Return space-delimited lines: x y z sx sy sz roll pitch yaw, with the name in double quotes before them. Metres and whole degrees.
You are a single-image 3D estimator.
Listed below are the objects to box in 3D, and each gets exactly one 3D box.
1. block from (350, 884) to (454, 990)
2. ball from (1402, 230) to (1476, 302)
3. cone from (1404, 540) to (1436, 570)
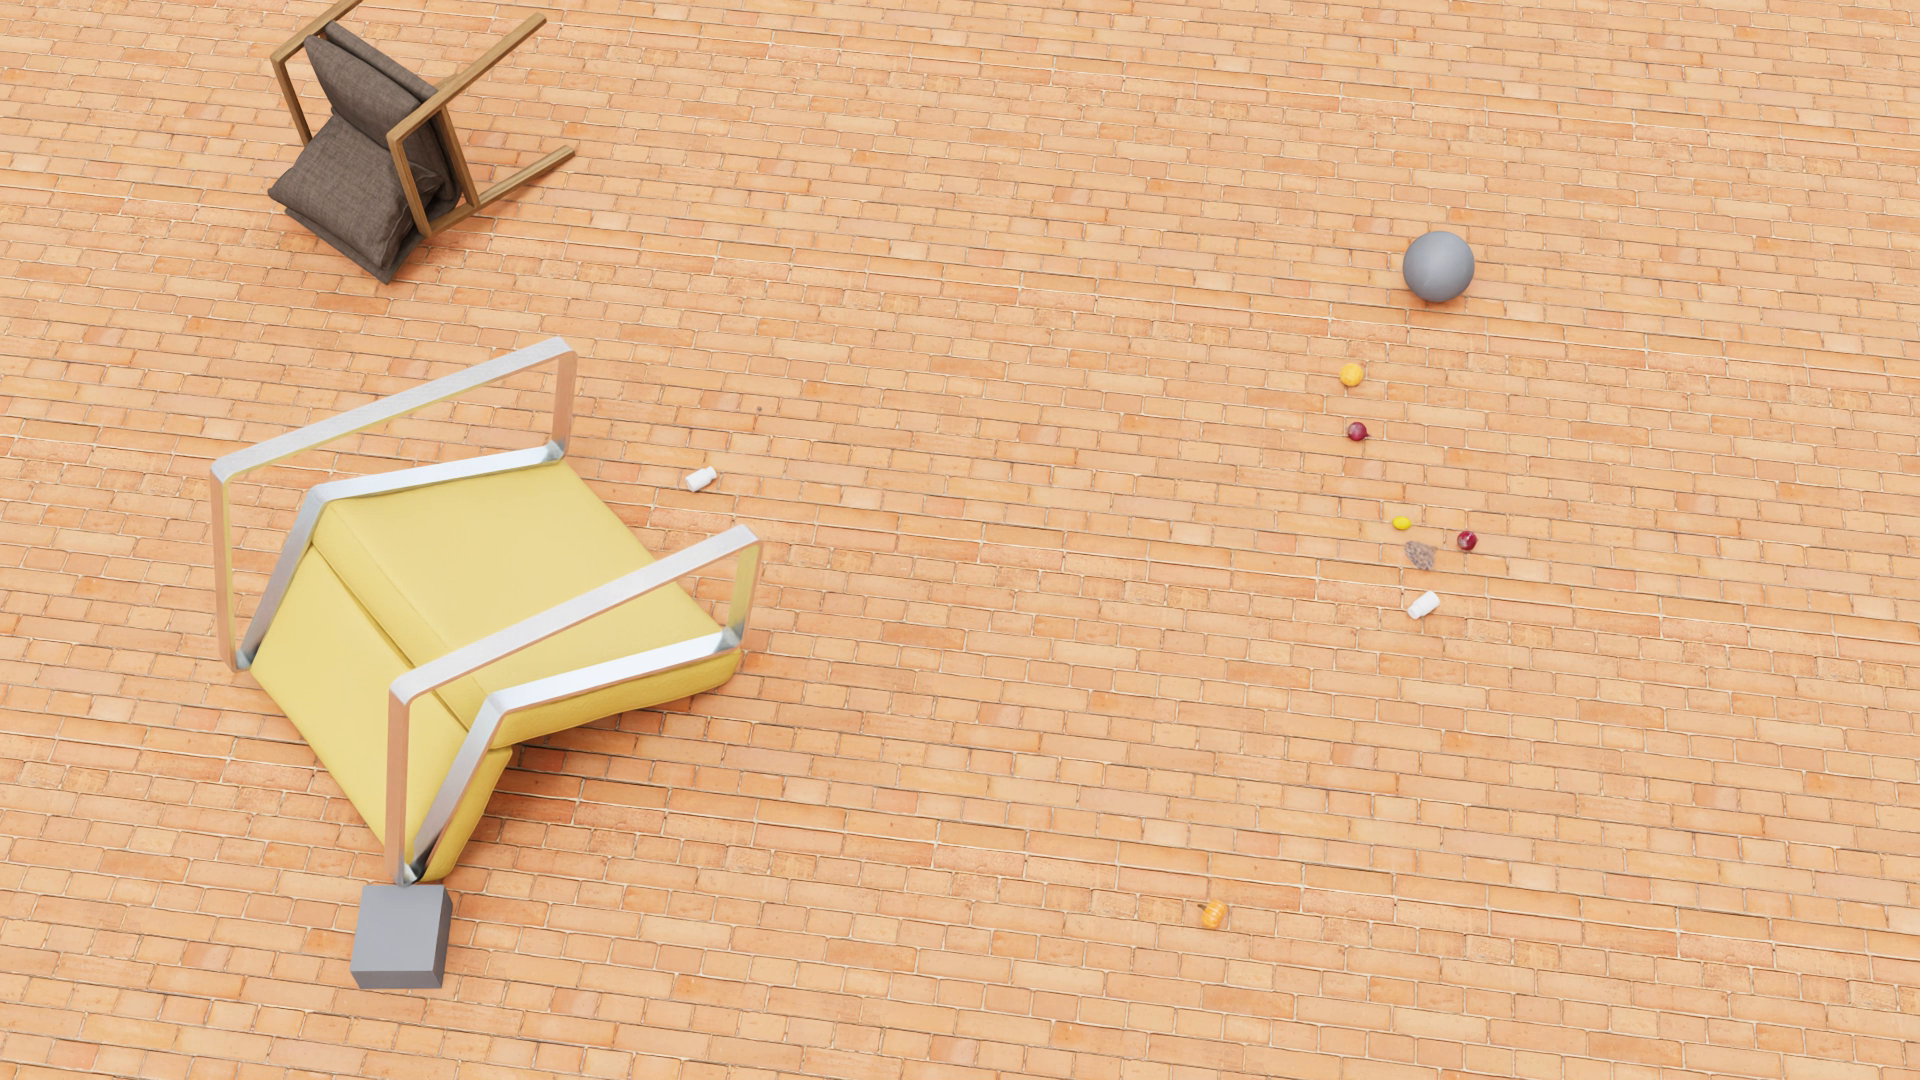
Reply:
"block" -1.470 1.046 5.798 0.214 0.122 0.241 0 56 0
"ball" 1.528 -0.873 7.023 0.228 0.228 0.228 0 56 0
"cone" 1.389 0.032 6.531 0.091 0.076 0.110 -23 55 -41
